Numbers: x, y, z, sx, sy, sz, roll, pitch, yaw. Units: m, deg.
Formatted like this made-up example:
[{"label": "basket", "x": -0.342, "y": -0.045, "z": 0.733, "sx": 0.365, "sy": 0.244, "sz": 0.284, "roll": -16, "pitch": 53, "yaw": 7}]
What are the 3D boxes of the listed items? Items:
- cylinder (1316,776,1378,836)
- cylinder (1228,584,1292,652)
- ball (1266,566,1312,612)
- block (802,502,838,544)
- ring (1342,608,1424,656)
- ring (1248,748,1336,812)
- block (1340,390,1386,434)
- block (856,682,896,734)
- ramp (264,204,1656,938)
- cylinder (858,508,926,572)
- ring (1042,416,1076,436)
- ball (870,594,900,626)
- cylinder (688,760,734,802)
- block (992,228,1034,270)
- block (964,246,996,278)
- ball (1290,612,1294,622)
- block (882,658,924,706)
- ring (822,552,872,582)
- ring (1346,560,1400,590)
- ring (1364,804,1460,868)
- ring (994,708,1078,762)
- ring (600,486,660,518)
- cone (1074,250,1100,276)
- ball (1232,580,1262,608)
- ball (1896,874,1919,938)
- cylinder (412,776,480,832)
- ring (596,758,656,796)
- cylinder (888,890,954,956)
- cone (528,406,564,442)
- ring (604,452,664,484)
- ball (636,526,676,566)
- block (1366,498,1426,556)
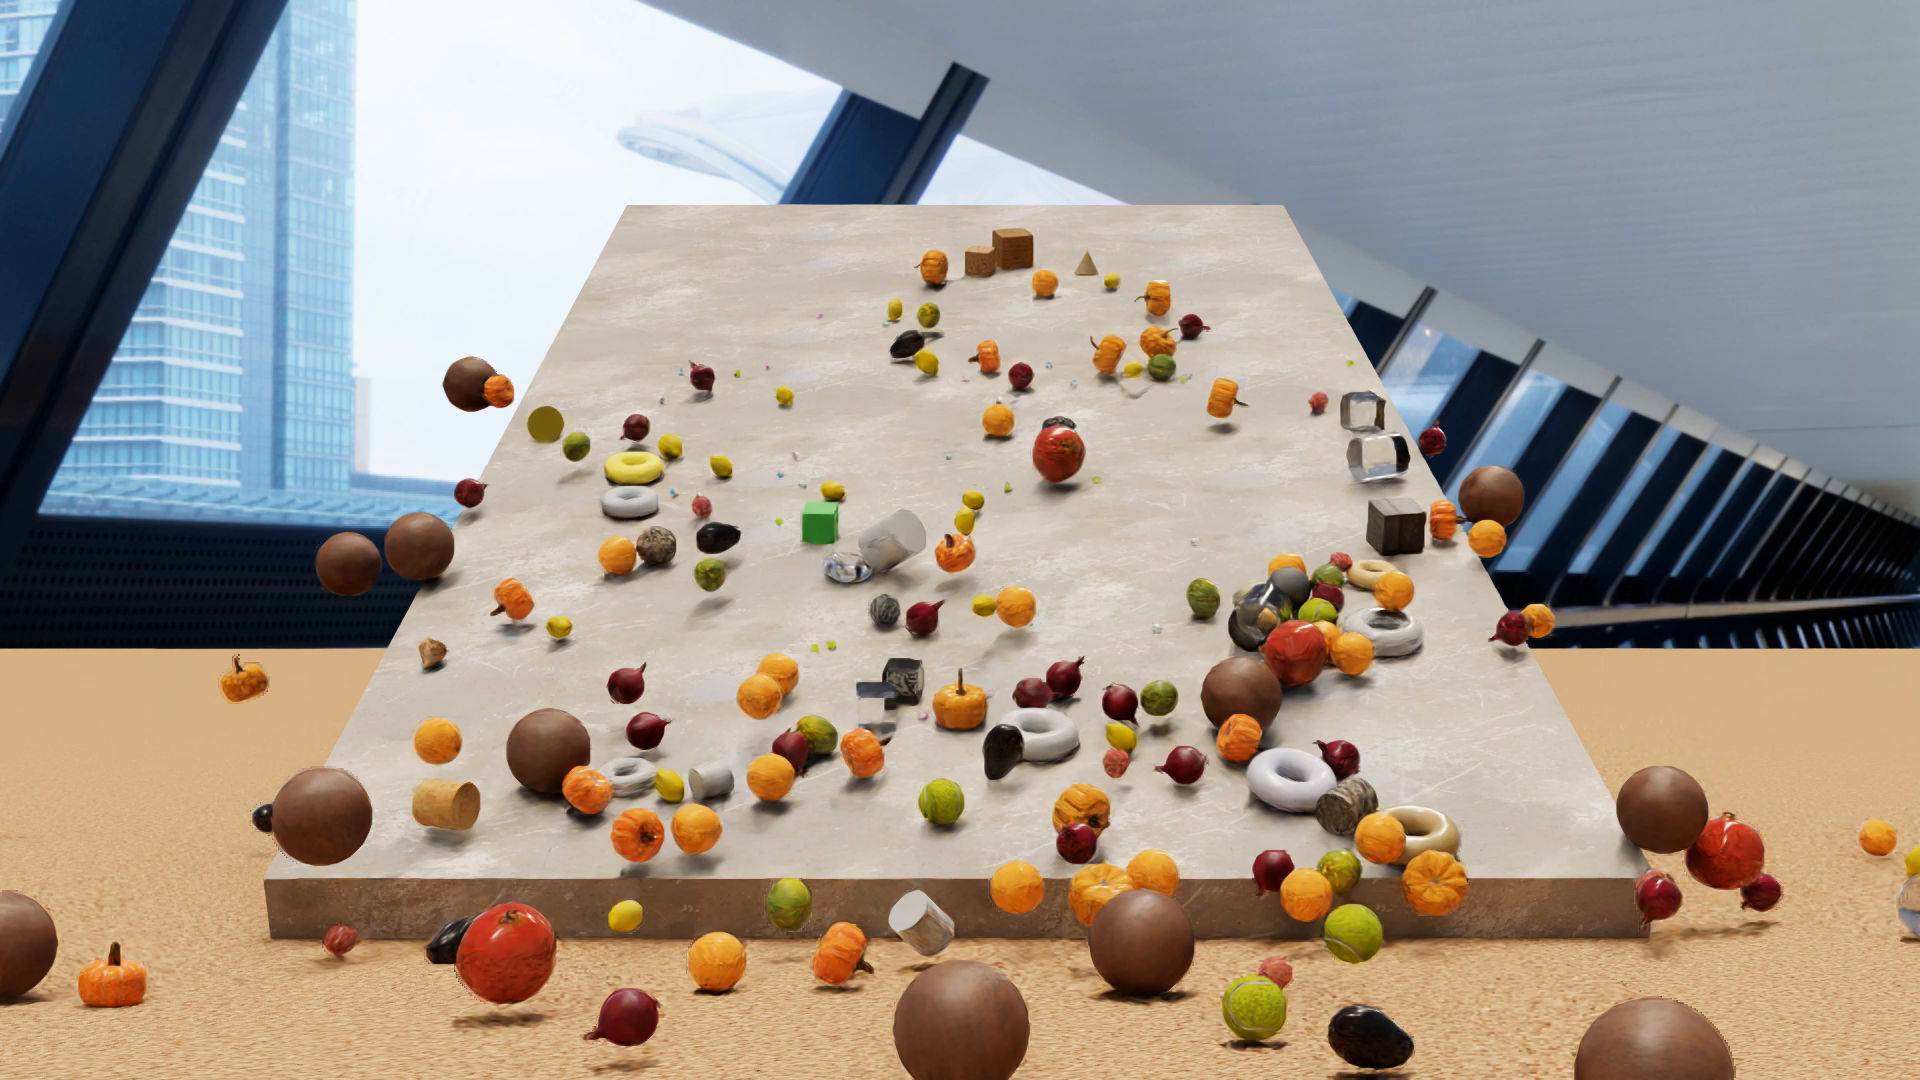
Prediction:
[{"label": "cylinder", "x": 0.577, "y": 0.397, "z": 3.427, "sx": 0.068, "sy": 0.068, "sz": 0.068, "roll": -2, "pitch": 16, "yaw": 41}, {"label": "cylinder", "x": 0.527, "y": 0.137, "z": 4.031, "sx": 0.093, "sy": 0.093, "sz": 0.093, "roll": -1, "pitch": 20, "yaw": 23}, {"label": "ball", "x": 0.596, "y": 0.089, "z": 4.167, "sx": 0.082, "sy": 0.082, "sz": 0.082, "roll": 0, "pitch": -3, "yaw": 0}, {"label": "block", "x": -0.273, "y": -0.034, "z": 4.492, "sx": 0.062, "sy": 0.062, "sz": 0.062, "roll": 2, "pitch": 22, "yaw": 3}, {"label": "ring", "x": 0.742, "y": 0.161, "z": 4.037, "sx": 0.142, "sy": 0.047, "sz": 0.142, "roll": 1, "pitch": 23, "yaw": 0}, {"label": "ring", "x": 0.508, "y": 0.367, "z": 3.514, "sx": 0.139, "sy": 0.046, "sz": 0.139, "roll": 6, "pitch": 27, "yaw": -3}, {"label": "block", "x": 0.893, "y": -0.284, "z": 5.099, "sx": 0.071, "sy": 0.071, "sz": 0.071, "roll": -7, "pitch": 23, "yaw": -17}, {"label": "block", "x": -0.136, "y": 0.272, "z": 3.738, "sx": 0.063, "sy": 0.063, "sz": 0.063, "roll": -1, "pitch": 22, "yaw": -4}, {"label": "ramp", "x": -0.007, "y": -0.222, "z": 5.169, "sx": 2.000, "sy": 0.100, "sz": 4.000, "roll": 0, "pitch": 22, "yaw": 0}, {"label": "cylinder", "x": -0.126, "y": 0.001, "z": 4.313, "sx": 0.091, "sy": 0.091, "sz": 0.091, "roll": -29, "pitch": -20, "yaw": 37}, {"label": "ring", "x": 0.218, "y": -0.251, "z": 5.078, "sx": 0.075, "sy": 0.025, "sz": 0.075, "roll": -1, "pitch": 23, "yaw": 0}, {"label": "ball", "x": -0.134, "y": 0.125, "z": 4.107, "sx": 0.056, "sy": 0.056, "sz": 0.056, "roll": 0, "pitch": -3, "yaw": 0}, {"label": "cylinder", "x": -0.381, "y": 0.367, "z": 3.516, "sx": 0.052, "sy": 0.052, "sz": 0.052, "roll": -15, "pitch": 6, "yaw": -32}, {"label": "block", "x": 0.146, "y": -0.806, "z": 6.356, "sx": 0.090, "sy": 0.090, "sz": 0.090, "roll": -7, "pitch": 23, "yaw": -16}, {"label": "block", "x": 0.055, "y": -0.761, "z": 6.275, "sx": 0.067, "sy": 0.067, "sz": 0.067, "roll": 7, "pitch": 23, "yaw": 17}, {"label": "ball", "x": 0.567, "y": 0.132, "z": 4.098, "sx": 0.055, "sy": 0.055, "sz": 0.055, "roll": 0, "pitch": -3, "yaw": 0}, {"label": "block", "x": -0.094, "y": 0.236, "z": 3.835, "sx": 0.057, "sy": 0.057, "sz": 0.057, "roll": 4, "pitch": 22, "yaw": 9}, {"label": "ring", "x": -0.212, "y": 0.051, "z": 4.314, "sx": 0.095, "sy": 0.032, "sz": 0.095, "roll": 9, "pitch": 21, "yaw": -4}, {"label": "ring", "x": 0.772, "y": 0.064, "z": 4.294, "sx": 0.101, "sy": 0.034, "sz": 0.101, "roll": 1, "pitch": 21, "yaw": 0}, {"label": "ring", "x": 0.663, "y": 0.433, "z": 3.368, "sx": 0.139, "sy": 0.046, "sz": 0.139, "roll": 0, "pitch": 23, "yaw": 0}, {"label": "ring", "x": 0.122, "y": 0.311, "z": 3.670, "sx": 0.136, "sy": 0.045, "sz": 0.136, "roll": 1, "pitch": 22, "yaw": -1}, {"label": "ring", "x": -0.664, "y": -0.077, "z": 4.626, "sx": 0.117, "sy": 0.039, "sz": 0.117, "roll": -1, "pitch": 22, "yaw": 0}, {"label": "cone", "x": 0.347, "y": -0.760, "z": 6.272, "sx": 0.067, "sy": 0.067, "sz": 0.067, "roll": 0, "pitch": 22, "yaw": 0}, {"label": "ball", "x": 0.526, "y": 0.107, "z": 4.138, "sx": 0.070, "sy": 0.070, "sz": 0.070, "roll": 0, "pitch": -3, "yaw": 0}, {"label": "ball", "x": 1.403, "y": 0.528, "z": 3.313, "sx": 0.099, "sy": 0.099, "sz": 0.099, "roll": 0, "pitch": -3, "yaw": 0}, {"label": "cylinder", "x": -0.758, "y": 0.390, "z": 3.394, "sx": 0.071, "sy": 0.071, "sz": 0.071, "roll": 7, "pitch": 1, "yaw": 26}, {"label": "ring", "x": -0.516, "y": 0.365, "z": 3.550, "sx": 0.093, "sy": 0.031, "sz": 0.093, "roll": -3, "pitch": 22, "yaw": 1}, {"label": "cylinder", "x": -0.050, "y": 0.506, "z": 3.031, "sx": 0.063, "sy": 0.063, "sz": 0.063, "roll": -3, "pitch": -41, "yaw": 47}, {"label": "cone", "x": -0.902, "y": -0.250, "z": 5.053, "sx": 0.080, "sy": 0.080, "sz": 0.080, "roll": 0, "pitch": -4, "yaw": 3}, {"label": "ring", "x": -0.682, "y": -0.151, "z": 4.805, "sx": 0.123, "sy": 0.041, "sz": 0.123, "roll": 1, "pitch": 23, "yaw": 0}, {"label": "ball", "x": -0.575, "y": 0.011, "z": 4.360, "sx": 0.076, "sy": 0.076, "sz": 0.076, "roll": 0, "pitch": -3, "yaw": 0}, {"label": "block", "x": 0.844, "y": -0.026, "z": 4.449, "sx": 0.084, "sy": 0.084, "sz": 0.084, "roll": -4, "pitch": 23, "yaw": -11}]
